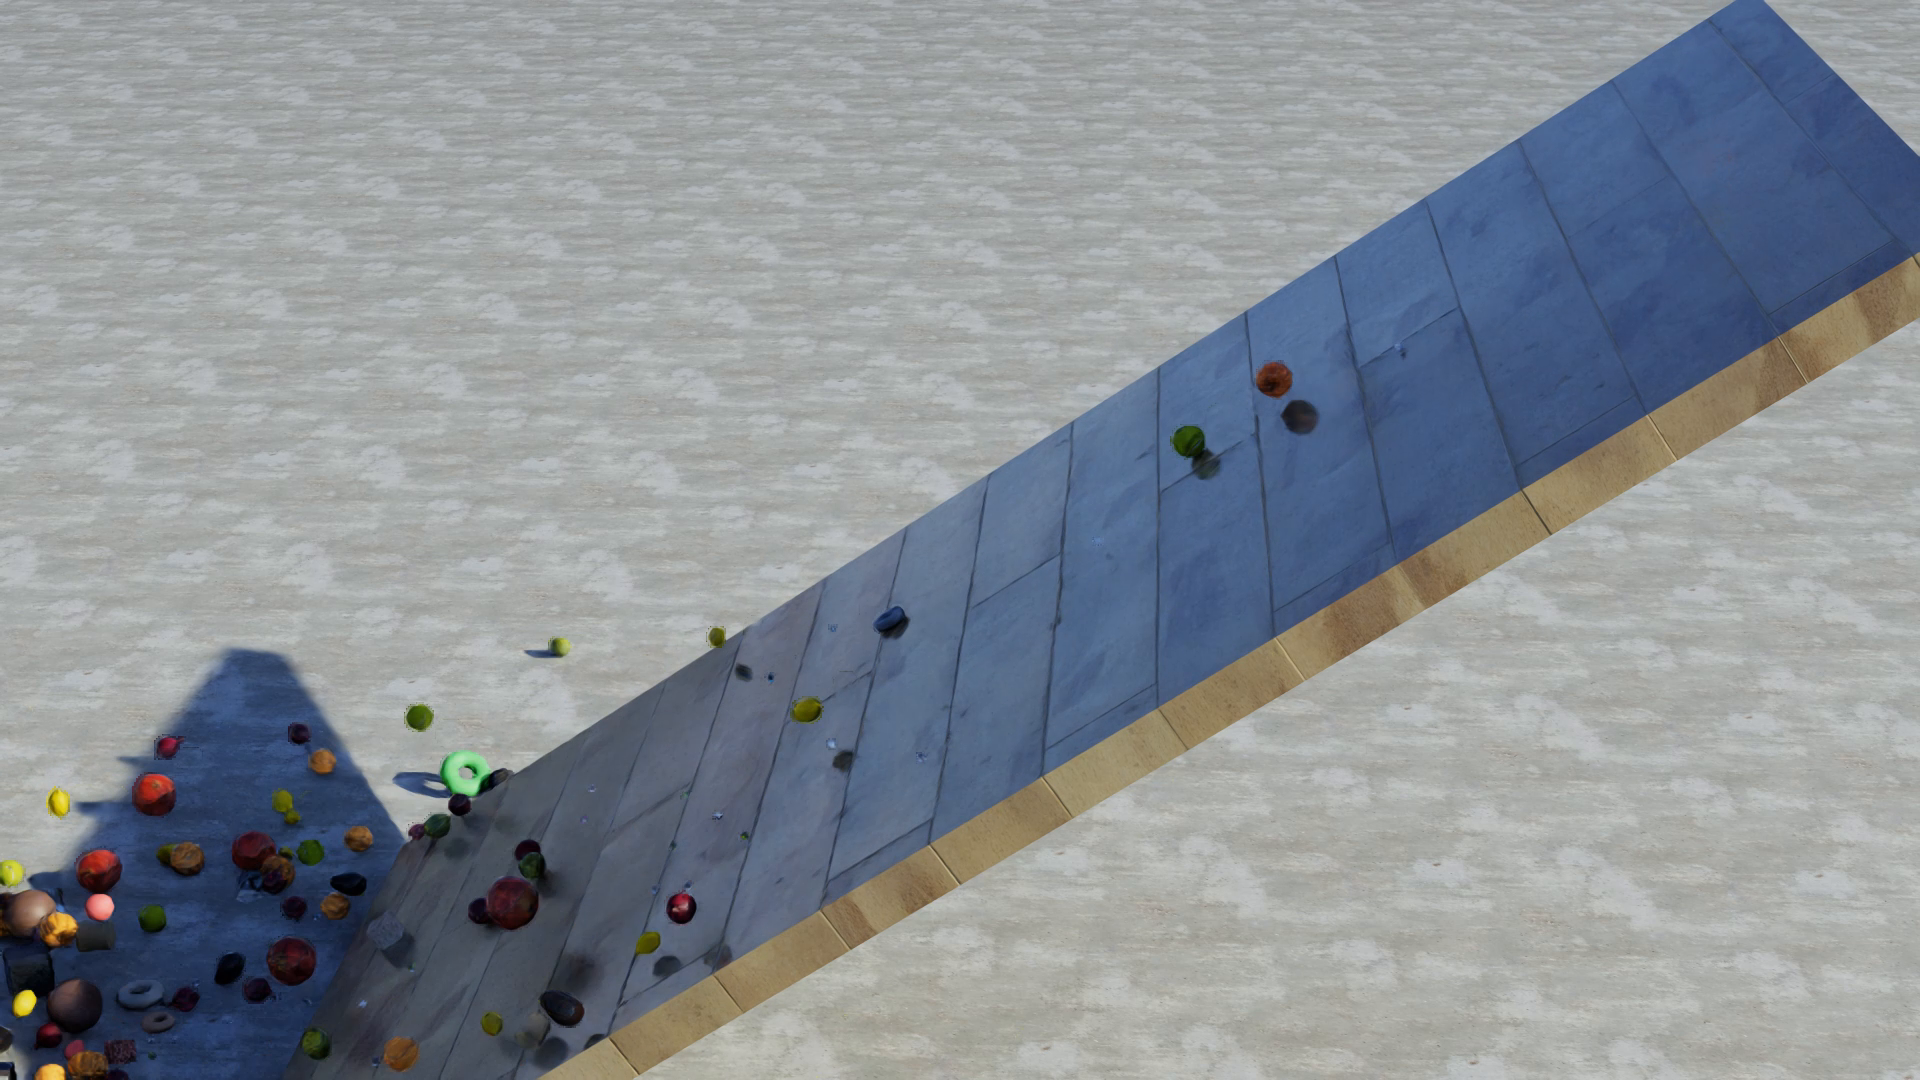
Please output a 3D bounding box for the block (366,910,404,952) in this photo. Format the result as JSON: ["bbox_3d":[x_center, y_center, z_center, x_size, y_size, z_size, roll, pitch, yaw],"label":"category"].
[{"bbox_3d":[-1.374,0.934,7.031,0.060,0.060,0.060,-34,15,8],"label":"block"}]

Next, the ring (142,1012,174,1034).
[{"bbox_3d":[-1.917,1.153,7.024,0.077,0.026,0.077,-1,22,0],"label":"ring"}]

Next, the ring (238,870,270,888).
[{"bbox_3d":[-1.849,0.889,7.702,0.079,0.026,0.079,-1,22,0],"label":"ring"}]

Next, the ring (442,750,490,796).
[{"bbox_3d":[-1.378,0.651,8.197,0.140,0.047,0.140,12,55,-18],"label":"ring"}]

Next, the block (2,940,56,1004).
[{"bbox_3d":[-2.272,1.053,7.178,0.099,0.099,0.099,-11,24,-26],"label":"block"}]

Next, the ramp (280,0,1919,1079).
[{"bbox_3d":[0.136,0.173,6.305,4.000,0.100,2.000,-32,16,15],"label":"ramp"}]

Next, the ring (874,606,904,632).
[{"bbox_3d":[-0.160,0.180,6.691,0.077,0.026,0.077,-32,15,10],"label":"ring"}]

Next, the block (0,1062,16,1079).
[{"bbox_3d":[-2.205,1.241,6.748,0.061,0.061,0.061,-1,21,-4],"label":"block"}]

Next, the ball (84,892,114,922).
[{"bbox_3d":[-2.061,0.879,7.045,0.067,0.067,0.067,0,21,0],"label":"ball"}]

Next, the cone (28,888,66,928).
[{"bbox_3d":[-2.306,0.957,7.502,0.100,0.100,0.100,43,41,23],"label":"cone"}]

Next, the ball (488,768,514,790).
[{"bbox_3d":[-1.270,0.676,8.174,0.082,0.082,0.082,0,21,0],"label":"ball"}]

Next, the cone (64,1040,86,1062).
[{"bbox_3d":[-2.054,1.204,6.865,0.052,0.052,0.052,-19,36,-40],"label":"cone"}]

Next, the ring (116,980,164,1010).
[{"bbox_3d":[-1.988,1.103,7.135,0.113,0.038,0.113,-4,21,1],"label":"ring"}]

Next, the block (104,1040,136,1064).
[{"bbox_3d":[-1.948,1.188,6.823,0.050,0.050,0.050,-1,-5,-44],"label":"block"}]

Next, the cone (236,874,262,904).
[{"bbox_3d":[-1.846,0.896,7.627,0.067,0.067,0.067,0,21,0],"label":"cone"}]
